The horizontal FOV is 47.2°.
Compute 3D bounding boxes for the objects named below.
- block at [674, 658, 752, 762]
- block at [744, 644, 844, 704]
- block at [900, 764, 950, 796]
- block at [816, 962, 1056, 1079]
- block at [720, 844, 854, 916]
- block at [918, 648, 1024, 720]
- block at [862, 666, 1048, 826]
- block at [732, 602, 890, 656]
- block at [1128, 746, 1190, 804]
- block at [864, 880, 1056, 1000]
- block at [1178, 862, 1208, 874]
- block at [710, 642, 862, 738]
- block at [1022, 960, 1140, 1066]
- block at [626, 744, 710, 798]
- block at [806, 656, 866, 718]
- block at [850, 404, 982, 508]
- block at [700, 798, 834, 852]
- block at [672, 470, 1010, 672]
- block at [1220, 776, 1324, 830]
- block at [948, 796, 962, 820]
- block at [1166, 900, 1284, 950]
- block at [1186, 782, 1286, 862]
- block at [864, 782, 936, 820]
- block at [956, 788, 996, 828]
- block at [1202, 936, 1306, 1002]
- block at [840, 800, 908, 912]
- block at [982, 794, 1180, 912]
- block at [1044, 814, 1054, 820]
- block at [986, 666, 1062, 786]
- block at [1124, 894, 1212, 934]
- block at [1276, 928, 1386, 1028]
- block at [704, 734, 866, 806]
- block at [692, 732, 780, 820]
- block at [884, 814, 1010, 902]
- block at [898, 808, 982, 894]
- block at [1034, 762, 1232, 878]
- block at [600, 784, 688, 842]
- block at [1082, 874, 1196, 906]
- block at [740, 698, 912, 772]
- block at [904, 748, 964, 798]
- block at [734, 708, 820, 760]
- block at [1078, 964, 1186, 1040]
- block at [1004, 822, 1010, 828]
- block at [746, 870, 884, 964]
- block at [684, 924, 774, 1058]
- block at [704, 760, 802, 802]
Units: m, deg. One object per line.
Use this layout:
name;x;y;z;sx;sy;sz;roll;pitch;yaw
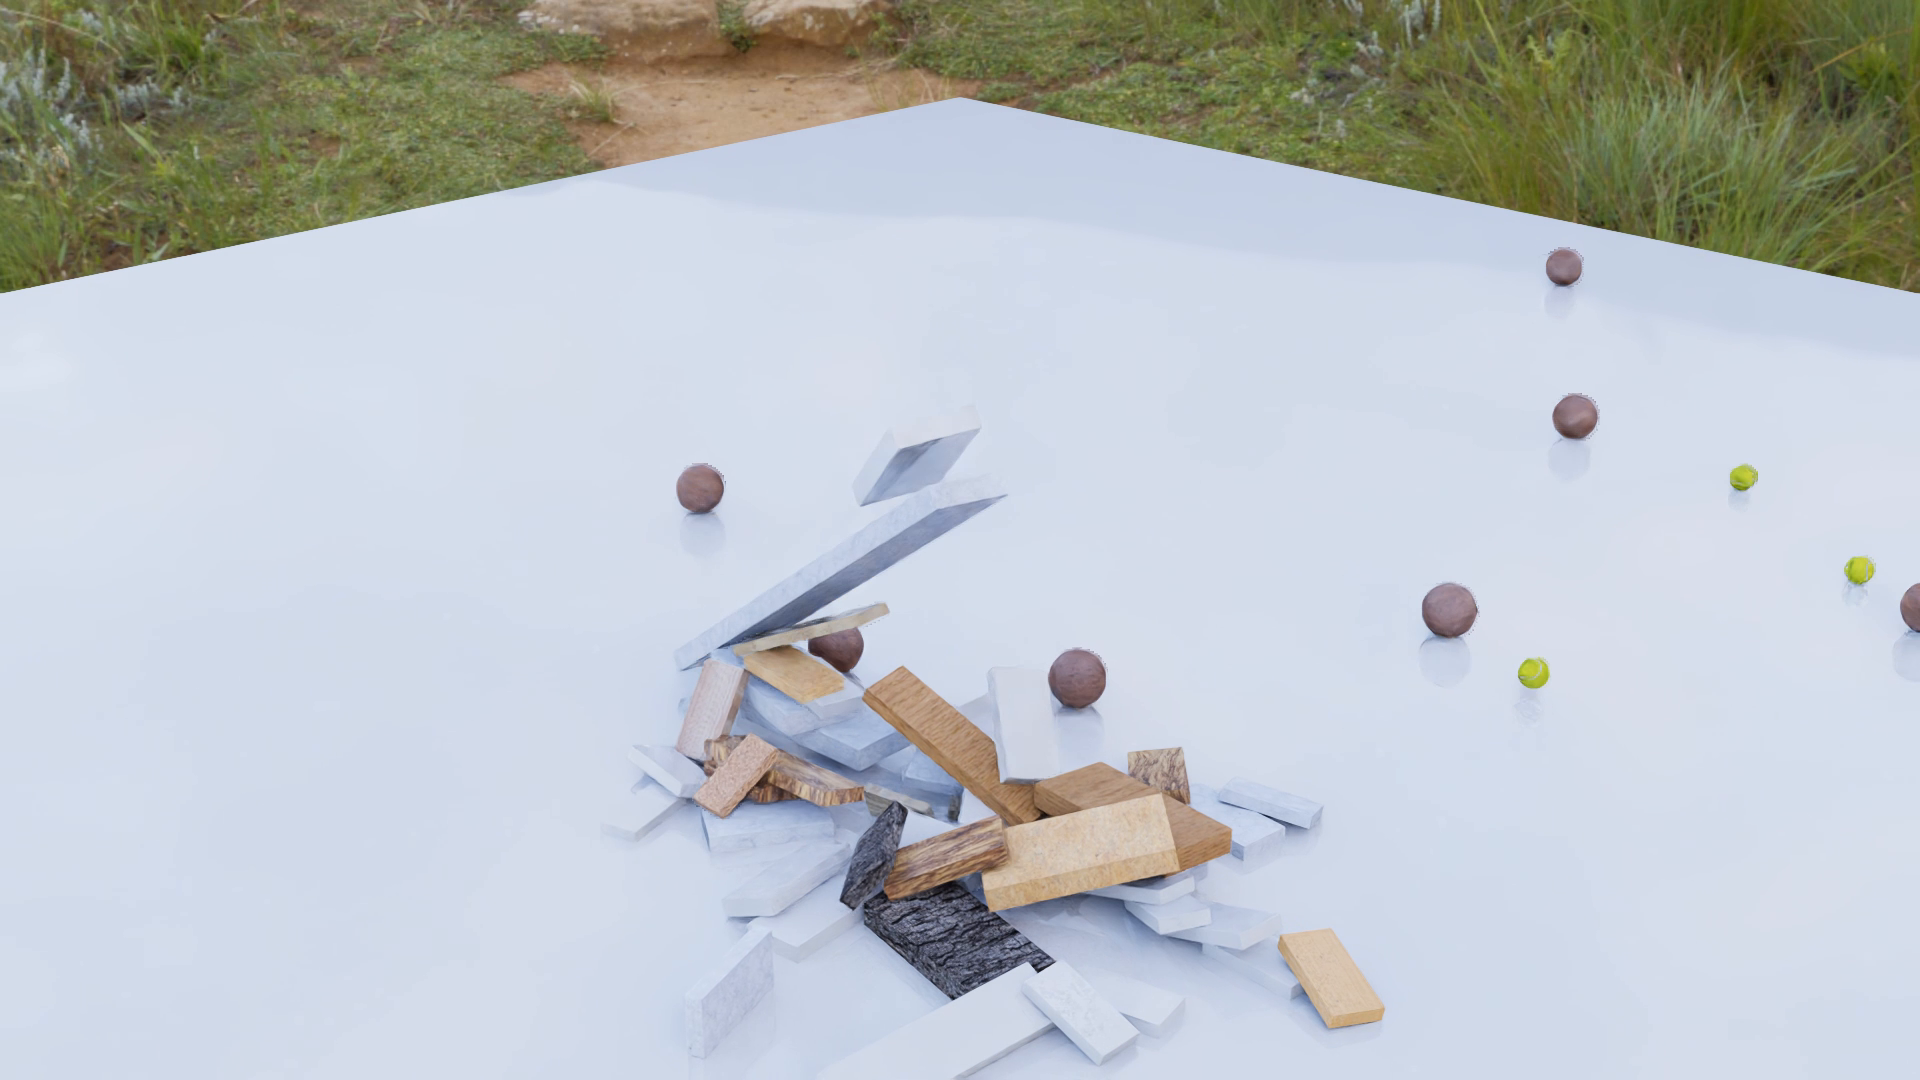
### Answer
block;-0.525;0.364;4.661;0.105;0.210;0.030;13;-11;32
block;-0.348;0.277;4.604;0.105;0.030;0.210;-18;29;-35
block;-0.030;0.495;4.560;0.184;0.026;0.092;-1;23;-3
block;-0.024;0.844;3.666;0.464;0.033;0.117;-19;56;-38
block;-0.324;0.640;4.149;0.123;0.035;0.246;-8;13;38
block;-0.011;0.341;4.895;0.169;0.048;0.338;21;31;40
block;0.002;0.419;4.420;0.431;0.034;0.121;39;40;17
block;-0.317;0.188;4.605;0.414;0.025;0.087;-15;6;45
block;0.407;0.487;4.514;0.117;0.033;0.234;-6;15;4
block;-0.004;0.728;3.980;0.178;0.050;0.356;-15;27;-31
block;0.378;0.601;4.309;0.101;0.029;0.202;-19;29;-37
block;-0.375;0.306;4.715;0.179;0.051;0.357;-14;27;-29
block;0.205;0.804;3.750;0.095;0.027;0.190;-22;51;-41
block;-0.589;0.479;4.548;0.105;0.030;0.210;9;12;-42
block;-0.291;0.308;4.609;0.104;0.030;0.209;-13;27;-28
block;-0.086;-0.158;4.175;0.169;0.048;0.337;-16;-13;-20
block;-0.386;0.563;4.389;0.247;0.035;0.123;-6;24;-13
block;-0.278;0.084;4.538;0.169;0.048;1.184;-13;-10;-34
block;0.628;0.528;4.429;0.190;0.027;0.095;16;14;21
block;0.036;0.504;4.487;0.092;0.026;0.184;6;35;7
block;0.475;0.698;3.989;0.103;0.029;0.206;-19;10;-35
block;0.522;0.561;4.396;0.117;0.033;0.234;-18;29;-36
block;-0.119;0.538;4.391;0.154;0.077;0.022;15;49;31
block;0.047;0.502;4.394;0.077;0.022;0.229;20;38;-6
block;0.547;0.752;3.950;0.103;0.029;0.206;-20;30;-38
block;-0.161;0.591;4.134;0.034;0.118;0.237;38;19;-8
block;0.217;0.579;4.083;0.356;0.050;0.178;-13;27;3
block;0.250;0.553;4.421;0.101;0.029;0.202;13;26;29
block;0.129;0.374;4.423;0.121;0.034;0.241;6;60;-25
block;0.380;0.678;4.045;0.099;0.028;0.198;-9;7;-13
block;0.650;0.767;3.858;0.103;0.029;0.206;-4;34;-20
block;-0.361;0.466;4.472;0.104;0.030;0.407;-3;13;-41
block;-0.447;0.472;4.408;0.087;0.025;0.175;24;66;45
block;-0.027;0.591;4.094;0.237;0.034;0.118;-20;21;6
block;-0.050;0.602;4.263;0.241;0.034;0.121;16;42;33
block;0.333;0.538;4.265;0.178;0.050;0.363;-13;25;-39
block;-0.637;0.549;4.435;0.087;0.025;0.175;12;26;26
block;0.332;0.645;4.122;0.099;0.028;0.198;-14;10;-43
block;-0.279;0.379;4.673;0.357;0.051;0.179;20;30;38
block;-0.012;0.479;4.477;0.184;0.026;0.092;9;36;12
block;-0.393;0.373;4.817;0.179;0.051;0.357;-19;29;-37
block;0.282;0.802;3.834;0.198;0.028;0.099;14;27;29
block;0.121;0.538;4.465;0.077;0.022;0.154;1;23;3
block;-0.266;0.695;4.079;0.123;0.035;0.246;17;28;34
block;-0.395;0.775;3.783;0.034;0.118;0.237;10;25;23
block;-0.422;0.487;4.486;0.104;0.030;0.209;-2;12;-38
